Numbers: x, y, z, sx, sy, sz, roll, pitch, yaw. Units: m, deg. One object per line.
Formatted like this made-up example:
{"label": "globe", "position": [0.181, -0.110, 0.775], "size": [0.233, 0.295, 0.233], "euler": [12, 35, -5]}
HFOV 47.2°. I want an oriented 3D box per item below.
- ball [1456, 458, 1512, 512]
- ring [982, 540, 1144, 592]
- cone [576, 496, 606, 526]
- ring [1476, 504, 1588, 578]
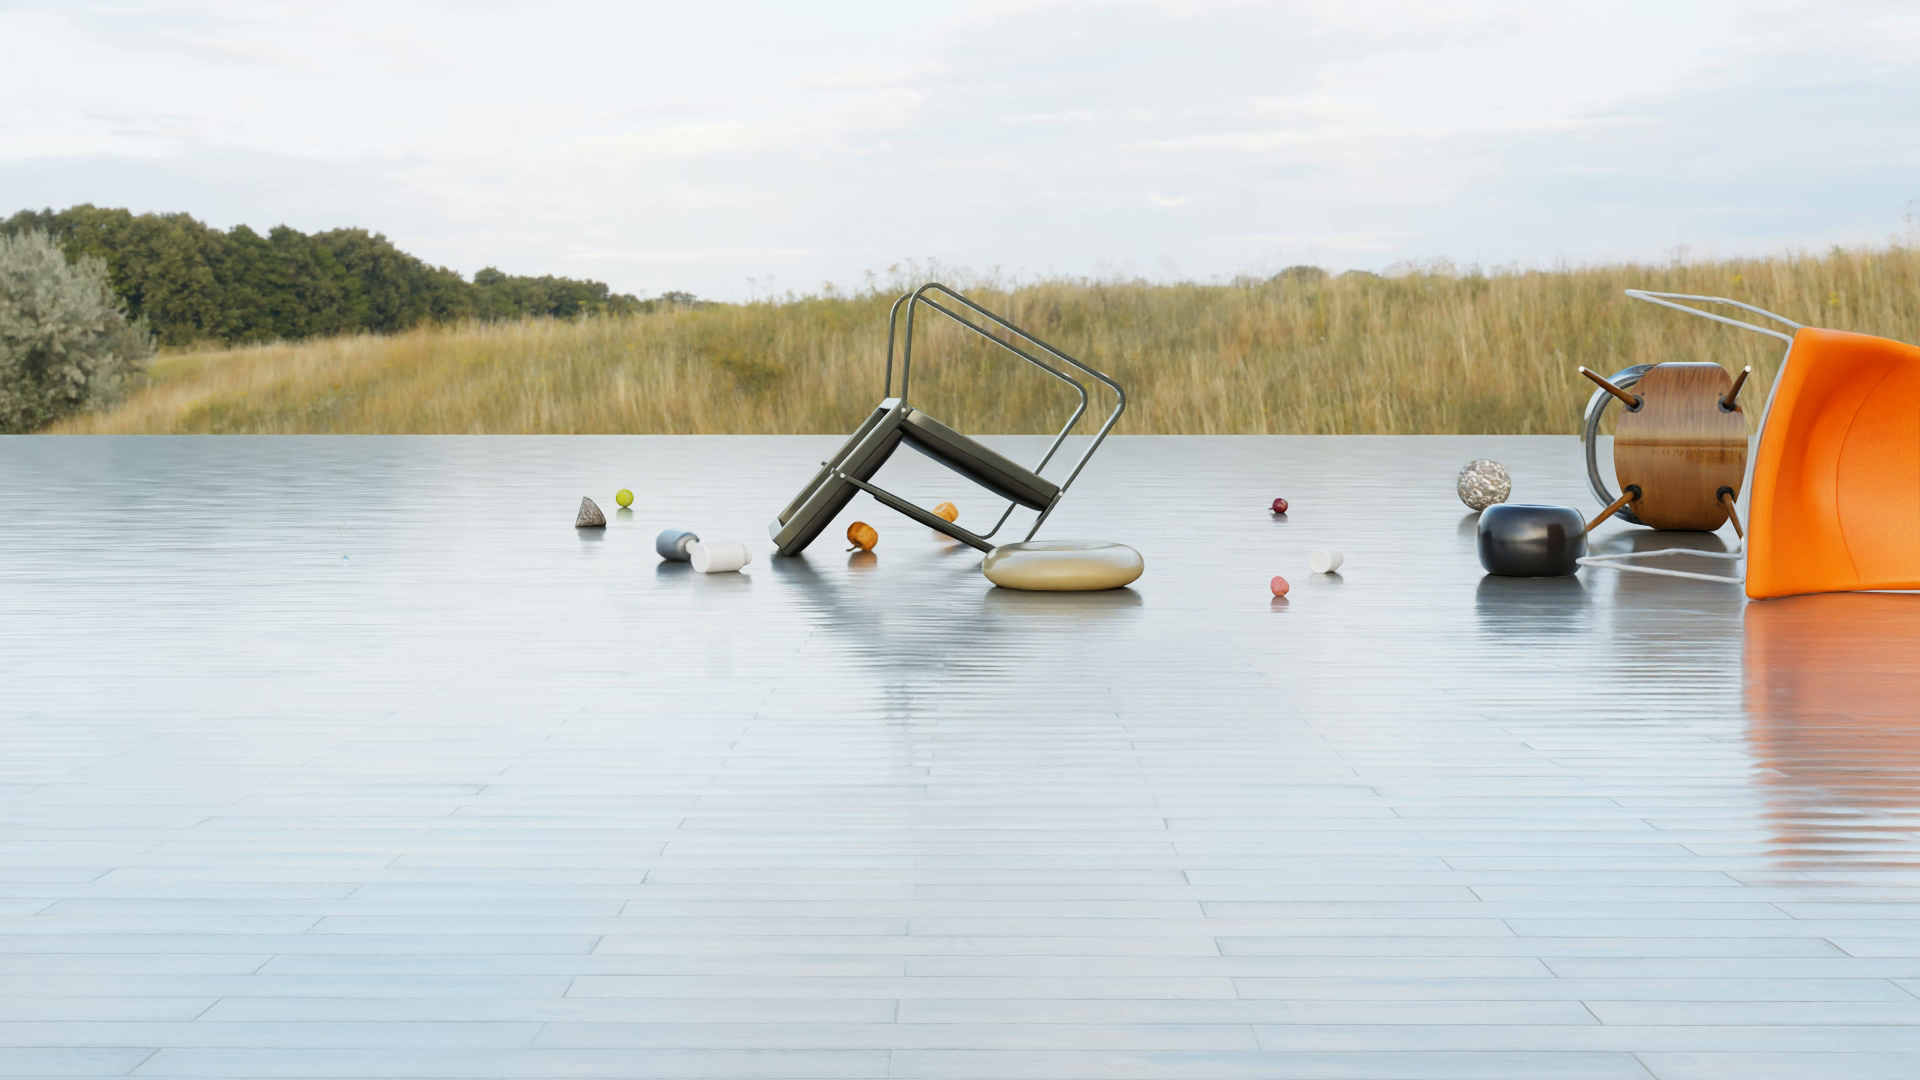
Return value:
{"label": "ball", "position": [1.920, -0.202, 8.060], "size": [0.196, 0.196, 0.196], "euler": [0, 4, 0]}
{"label": "ring", "position": [0.236, 0.058, 5.039], "size": [0.374, 0.092, 0.429], "euler": [-1, 5, -1]}
{"label": "cone", "position": [-1.227, -0.069, 7.190], "size": [0.087, 0.121, 0.112], "euler": [-41, 39, -24]}
{"label": "ring", "position": [1.389, 0.000, 5.347], "size": [0.265, 0.169, 0.311], "euler": [3, 3, 22]}
